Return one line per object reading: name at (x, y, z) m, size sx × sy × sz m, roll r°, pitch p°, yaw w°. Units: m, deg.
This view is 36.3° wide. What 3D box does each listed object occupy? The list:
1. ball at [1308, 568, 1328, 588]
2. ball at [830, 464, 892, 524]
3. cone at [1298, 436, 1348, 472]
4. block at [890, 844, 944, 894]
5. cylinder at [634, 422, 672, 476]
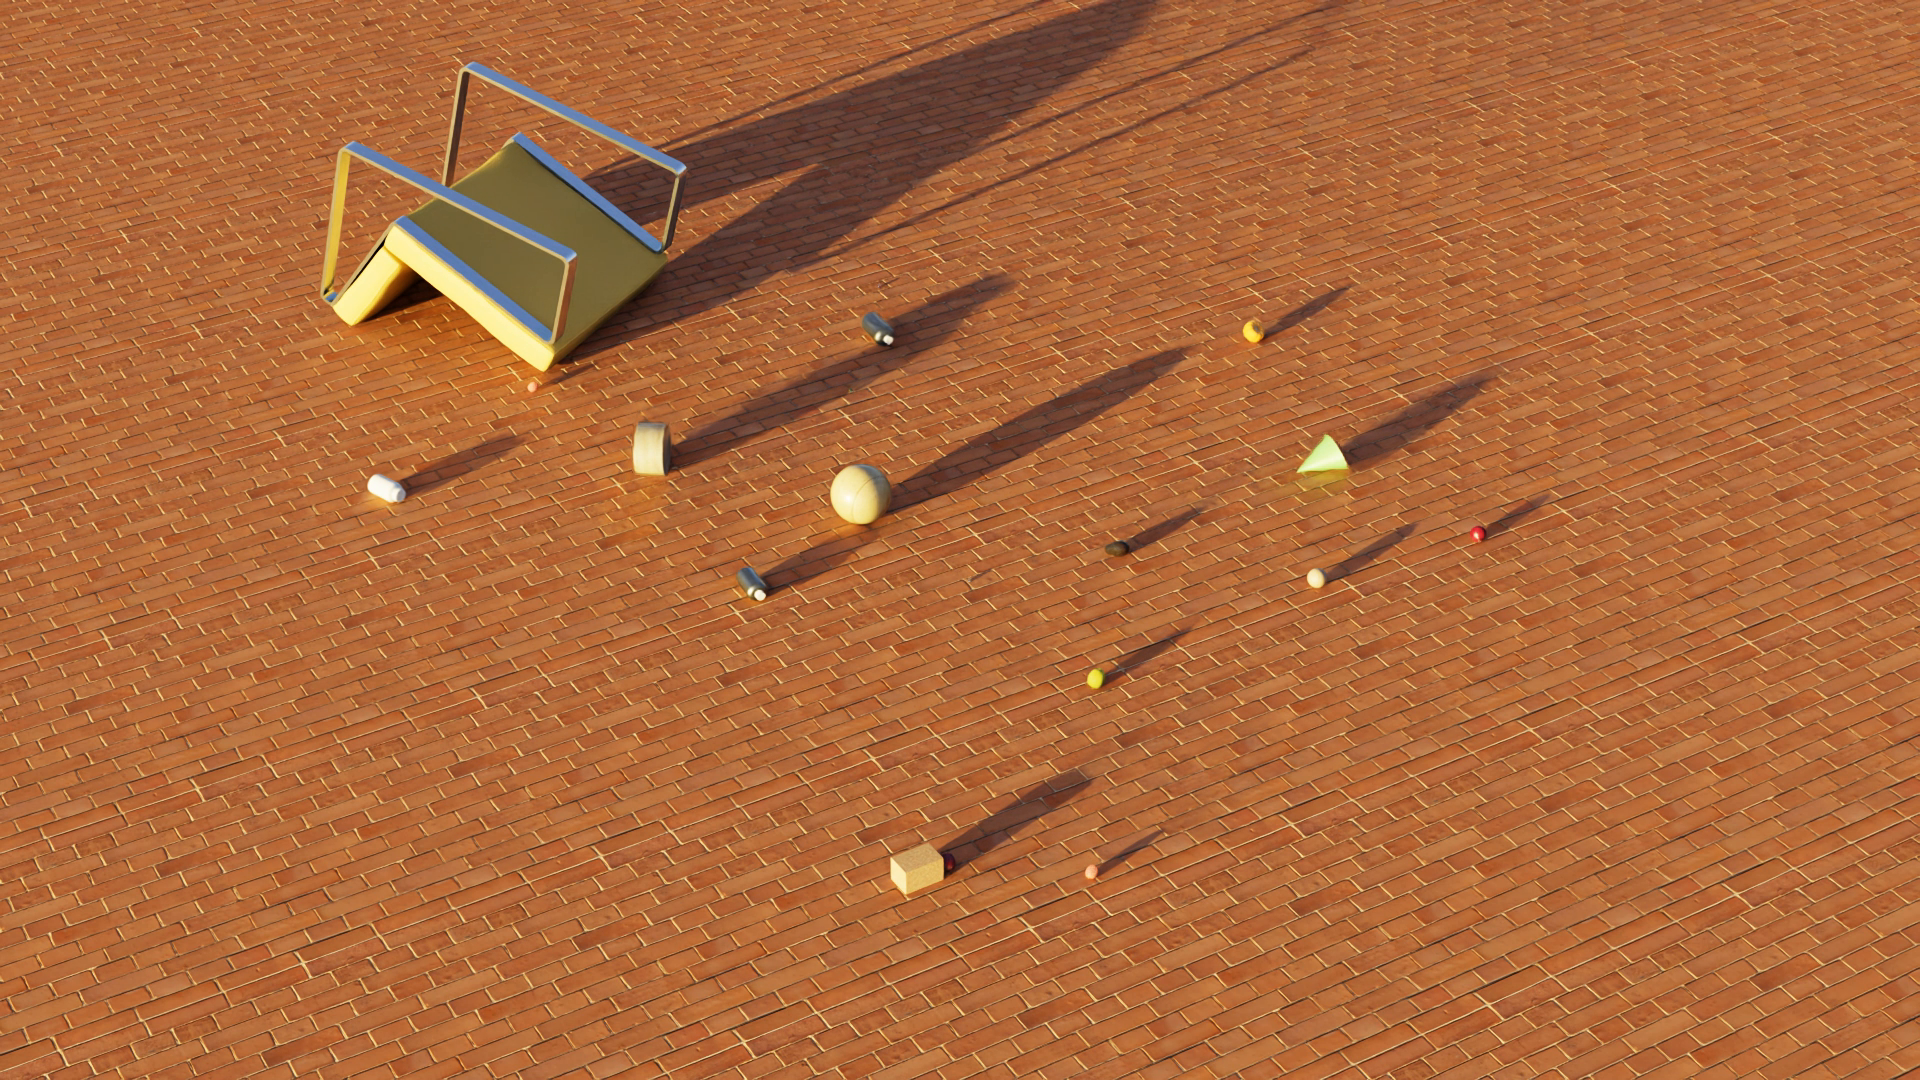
ball at (1.301, 0.138, 10.668) m, size 0.074 × 0.074 × 0.074 m, roll 0°, pitch 33°, yaw 0°
ball at (-0.371, -0.173, 10.998) m, size 0.230 × 0.230 × 0.230 m, roll 0°, pitch 33°, yaw 0°
cone at (1.381, -0.301, 11.345) m, size 0.174 × 0.131 × 0.197 m, roll -27°, pitch 27°, yaw -1°
block at (-0.135, 1.040, 9.285) m, size 0.139 × 0.088 × 0.091 m, roll -19°, pitch 38°, yaw -26°
cylinder at (-1.185, -0.354, 11.299) m, size 0.109 × 0.201 × 0.210 m, roll 3°, pitch 39°, yaw 4°
